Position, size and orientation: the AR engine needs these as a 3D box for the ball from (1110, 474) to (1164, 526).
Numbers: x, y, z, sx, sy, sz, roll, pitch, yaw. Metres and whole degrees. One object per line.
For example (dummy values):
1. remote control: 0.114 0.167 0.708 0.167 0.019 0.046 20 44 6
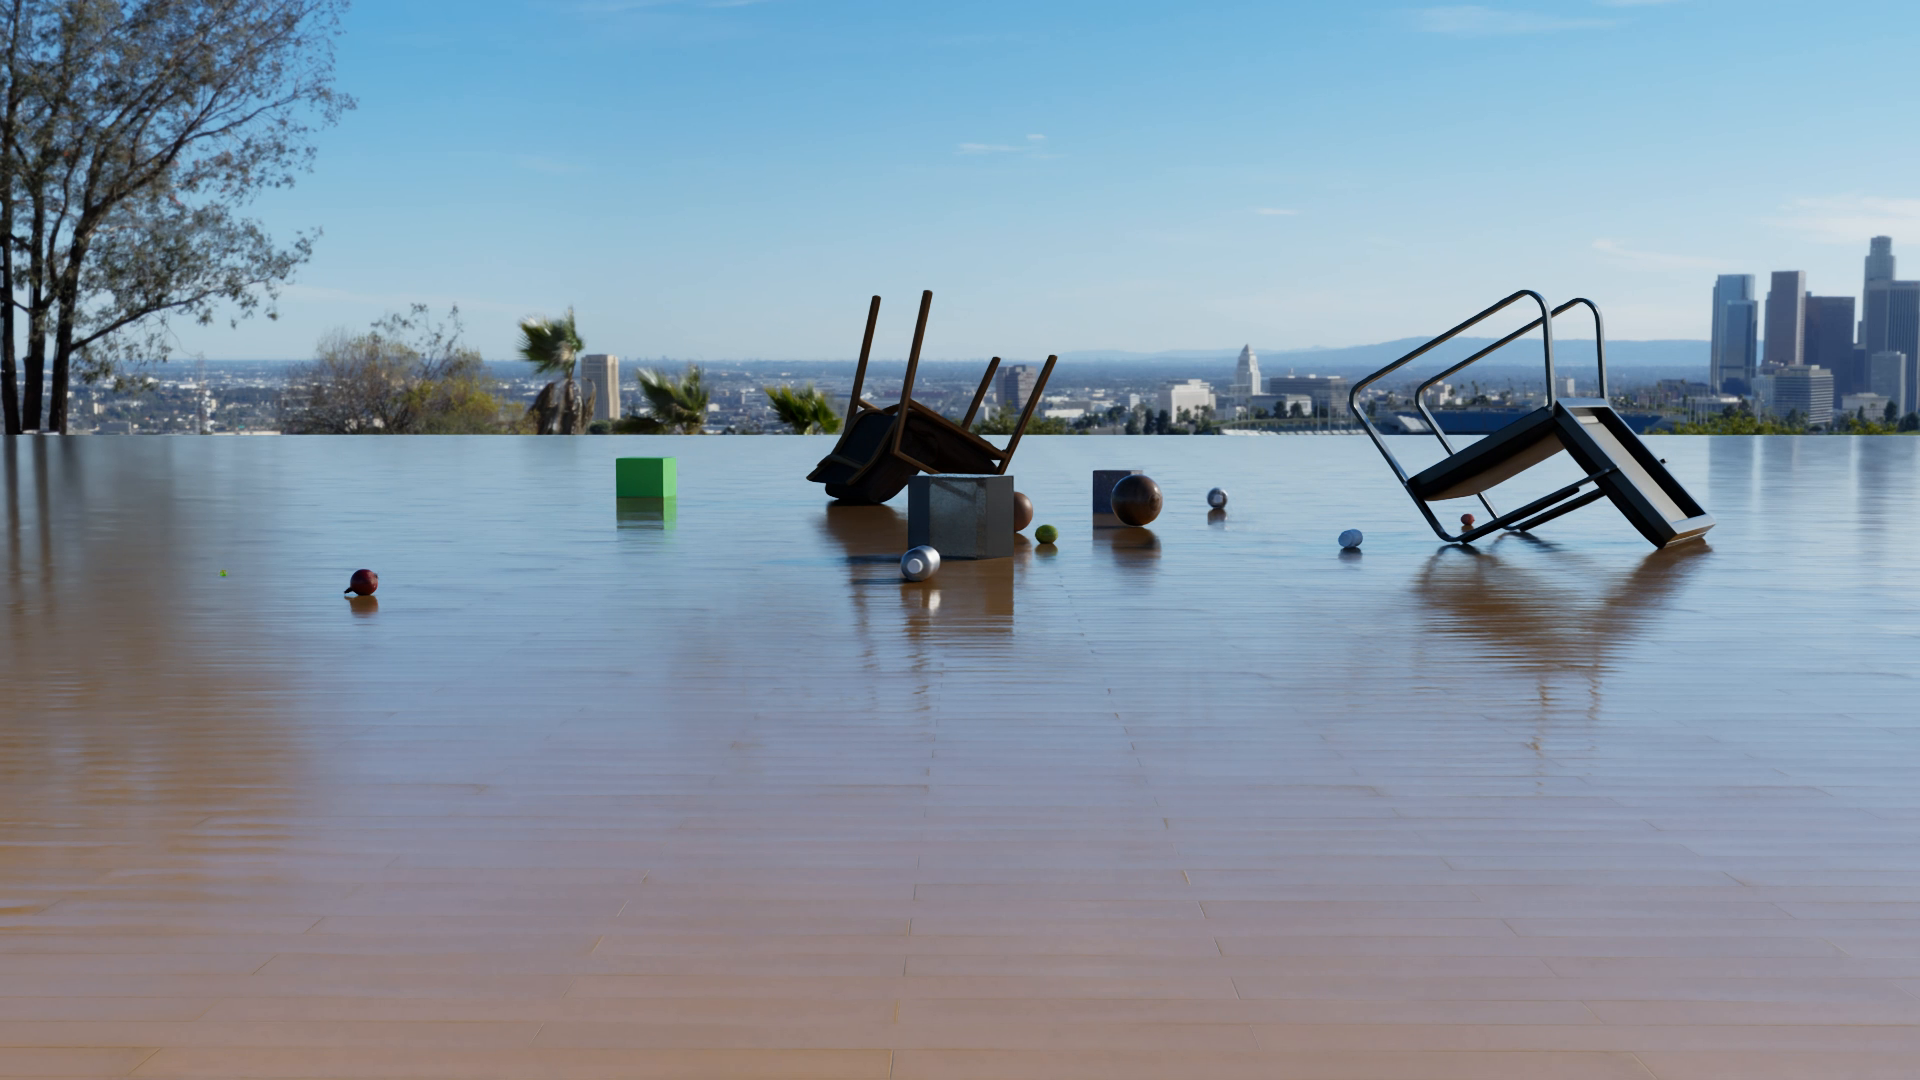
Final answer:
1. ball: 0.579 -0.130 7.190 0.171 0.171 0.171 0 4 0

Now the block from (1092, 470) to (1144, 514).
1. block: 0.575 -0.177 8.015 0.150 0.153 0.112 2 4 28

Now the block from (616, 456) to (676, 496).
1. block: -1.321 -0.267 9.264 0.204 0.160 0.197 1 4 9

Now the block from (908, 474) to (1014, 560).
1. block: 0.003 -0.064 5.892 0.220 0.218 0.180 3 5 34
